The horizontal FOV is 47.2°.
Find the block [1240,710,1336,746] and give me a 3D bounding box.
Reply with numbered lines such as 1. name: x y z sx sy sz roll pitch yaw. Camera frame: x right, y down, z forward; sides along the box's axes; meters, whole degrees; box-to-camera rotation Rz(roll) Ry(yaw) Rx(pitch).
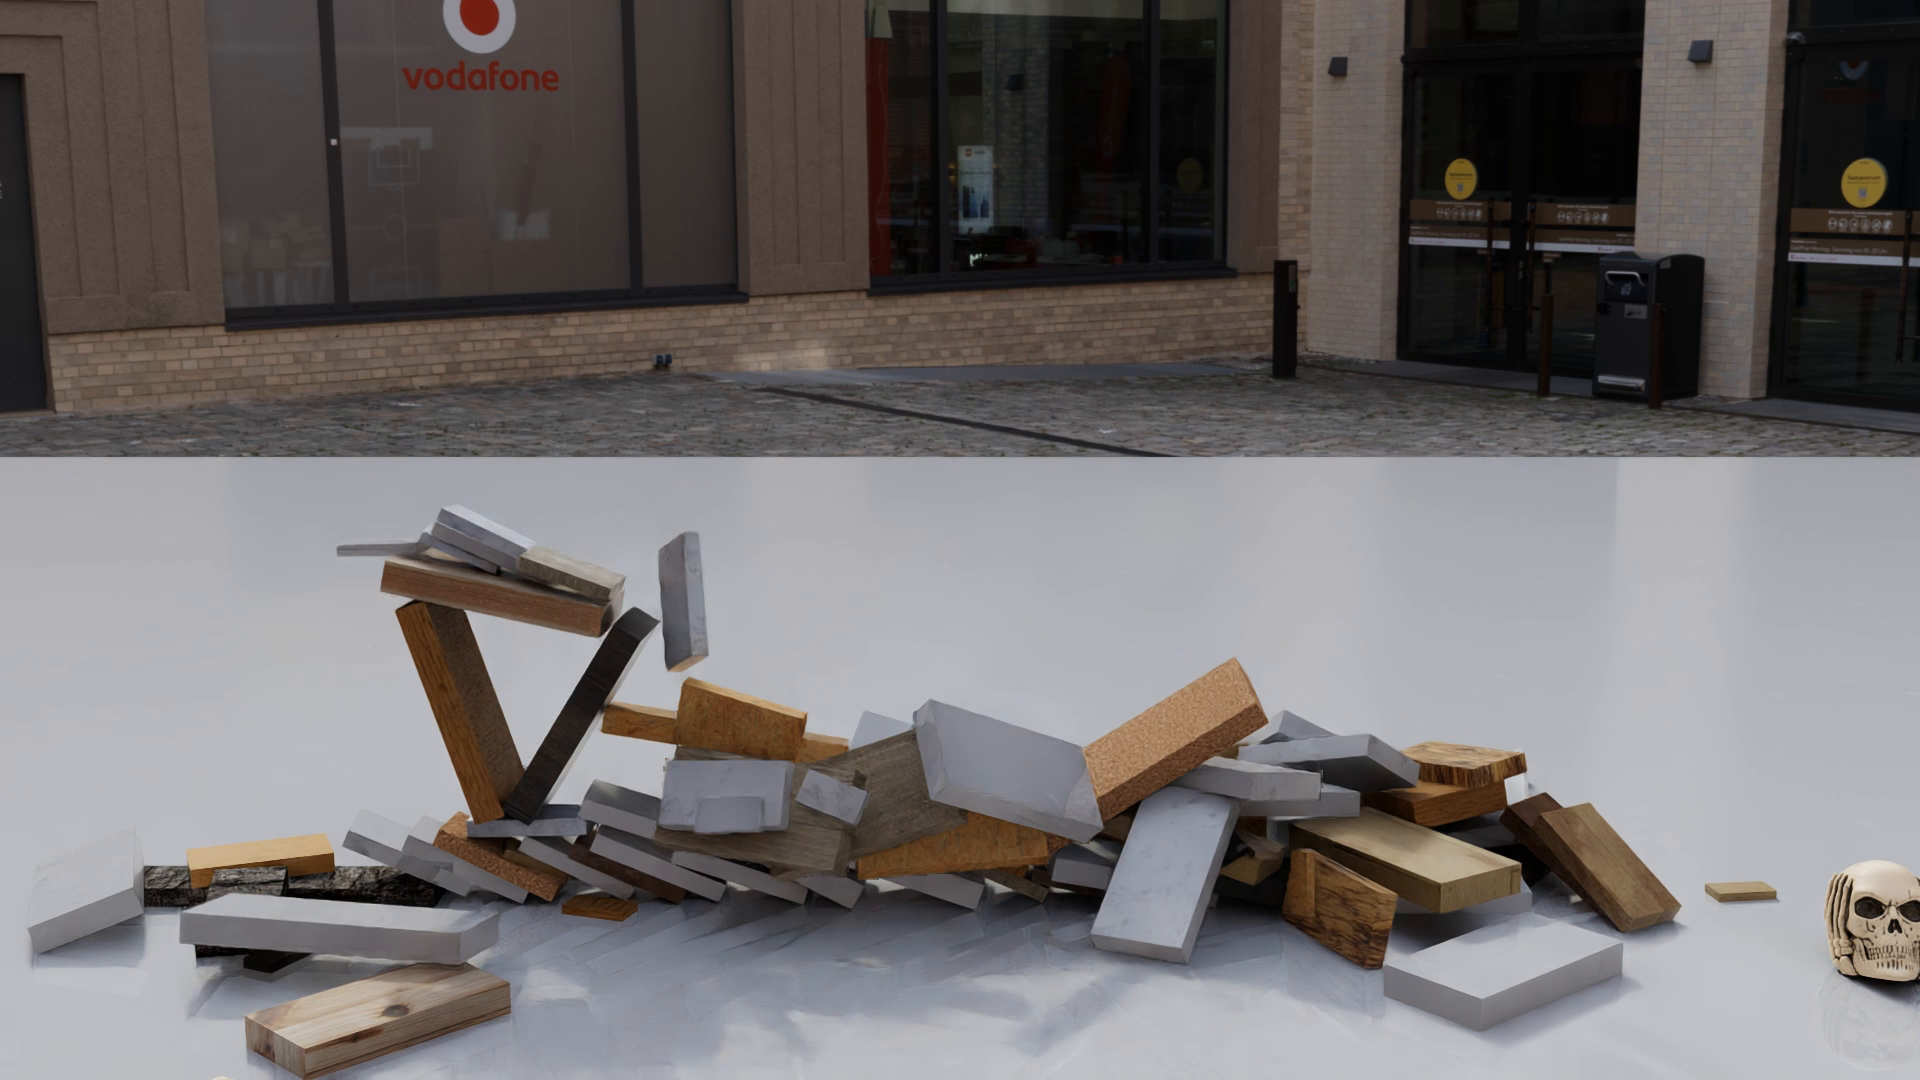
1. block: 0.571 0.402 3.951 0.158 0.045 0.317 27 -28 -10

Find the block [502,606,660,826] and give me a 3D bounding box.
1. block: -0.622 0.286 3.619 0.051 0.359 0.180 32 8 -3

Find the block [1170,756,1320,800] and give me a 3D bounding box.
1. block: 0.429 0.385 3.601 0.149 0.042 0.298 5 -1 -36

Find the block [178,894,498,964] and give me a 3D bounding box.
1. block: -0.932 0.584 3.314 0.434 0.046 0.163 3 1 8

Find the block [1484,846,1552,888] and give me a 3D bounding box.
1. block: 0.972 0.541 3.827 0.133 0.038 0.266 7 13 34

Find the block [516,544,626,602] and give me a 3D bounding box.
1. block: -0.630 0.052 3.563 0.158 0.022 0.079 19 16 4

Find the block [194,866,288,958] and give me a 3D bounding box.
1. block: -1.139 0.588 3.494 0.114 0.032 0.228 -2 20 -10

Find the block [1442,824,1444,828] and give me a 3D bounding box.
1. block: 0.809 0.510 3.826 0.050 0.014 0.101 7 24 25

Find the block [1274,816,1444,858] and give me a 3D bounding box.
1. block: 0.686 0.515 3.781 0.281 0.040 0.140 -8 17 8

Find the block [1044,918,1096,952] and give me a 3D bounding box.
1. block: 0.189 0.621 3.462 0.108 0.015 0.054 -10 14 -43

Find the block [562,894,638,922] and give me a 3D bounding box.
1. block: -0.586 0.599 3.580 0.109 0.015 0.054 4 11 19

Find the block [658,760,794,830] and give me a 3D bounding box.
1. block: -0.367 0.400 3.452 0.210 0.105 0.030 -2 -21 20

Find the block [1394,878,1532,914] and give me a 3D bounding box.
1. block: 0.796 0.577 3.635 0.265 0.038 0.133 0 11 2

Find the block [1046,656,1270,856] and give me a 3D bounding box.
1. block: 0.288 0.359 3.606 0.445 0.045 0.158 -32 24 9

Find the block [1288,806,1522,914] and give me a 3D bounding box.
1. block: 0.715 0.513 3.558 0.174 0.049 0.350 -7 13 -32

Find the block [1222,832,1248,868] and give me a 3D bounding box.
1. block: 0.414 0.476 3.519 0.050 0.014 0.100 -29 42 -9

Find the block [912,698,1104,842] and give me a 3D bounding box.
1. block: 0.077 0.364 3.452 0.319 0.045 0.159 20 40 -35

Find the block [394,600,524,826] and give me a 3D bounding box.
1. block: -0.818 0.268 3.636 0.051 0.373 0.180 -18 7 5

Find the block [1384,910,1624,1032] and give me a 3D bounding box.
1. block: 0.812 0.638 3.275 0.347 0.049 0.174 -9 14 -39

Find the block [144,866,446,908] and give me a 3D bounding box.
1. block: -1.124 0.576 3.657 0.528 0.032 0.114 0 11 0

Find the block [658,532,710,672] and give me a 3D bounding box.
1. block: -0.455 0.102 3.606 0.029 0.207 0.103 4 -19 -32

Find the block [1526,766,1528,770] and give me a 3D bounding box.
1. block: 0.978 0.457 4.292 0.234 0.033 0.117 5 12 24

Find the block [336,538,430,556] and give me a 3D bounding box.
1. block: -0.946 0.012 3.608 0.133 0.019 0.067 -2 8 6

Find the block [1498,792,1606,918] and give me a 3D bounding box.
1. block: 1.017 0.520 3.646 0.117 0.033 0.234 -10 45 -43

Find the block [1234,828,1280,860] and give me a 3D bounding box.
1. block: 0.468 0.491 3.555 0.050 0.014 0.100 6 12 -30

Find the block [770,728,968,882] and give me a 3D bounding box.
1. block: -0.159 0.415 3.474 0.319 0.159 0.045 -19 -24 11

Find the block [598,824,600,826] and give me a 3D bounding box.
1. block: -0.524 0.513 3.884 0.210 0.030 0.105 10 19 8

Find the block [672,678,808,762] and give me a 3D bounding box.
1. block: -0.356 0.302 3.553 0.207 0.104 0.029 16 19 11

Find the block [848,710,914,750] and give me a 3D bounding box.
1. block: -0.038 0.389 3.635 0.301 0.043 0.151 16 41 4

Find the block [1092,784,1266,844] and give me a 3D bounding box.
1. block: 0.348 0.482 3.858 0.399 0.142 0.040 -3 10 -17

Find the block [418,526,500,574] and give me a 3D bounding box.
1. block: -0.818 0.015 3.612 0.133 0.019 0.067 24 7 -7

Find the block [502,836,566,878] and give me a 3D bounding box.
1. block: -0.703 0.526 3.640 0.109 0.015 0.054 23 10 -16

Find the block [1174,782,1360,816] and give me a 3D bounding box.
1. block: 0.509 0.433 3.682 0.283 0.040 0.142 2 0 -17

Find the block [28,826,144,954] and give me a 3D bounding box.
1. block: -1.413 0.563 3.565 0.163 0.046 0.326 -21 17 -16

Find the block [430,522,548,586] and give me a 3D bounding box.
1. block: -0.765 0.017 3.612 0.200 0.022 0.079 25 7 -3

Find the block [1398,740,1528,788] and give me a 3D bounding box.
1. block: 0.850 0.386 3.795 0.117 0.033 0.234 -12 7 -29

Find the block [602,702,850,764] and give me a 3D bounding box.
1. block: -0.393 0.331 3.716 0.408 0.043 0.151 9 -1 -4

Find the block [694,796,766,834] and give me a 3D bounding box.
1. block: -0.357 0.427 3.411 0.108 0.054 0.015 -5 -23 19
